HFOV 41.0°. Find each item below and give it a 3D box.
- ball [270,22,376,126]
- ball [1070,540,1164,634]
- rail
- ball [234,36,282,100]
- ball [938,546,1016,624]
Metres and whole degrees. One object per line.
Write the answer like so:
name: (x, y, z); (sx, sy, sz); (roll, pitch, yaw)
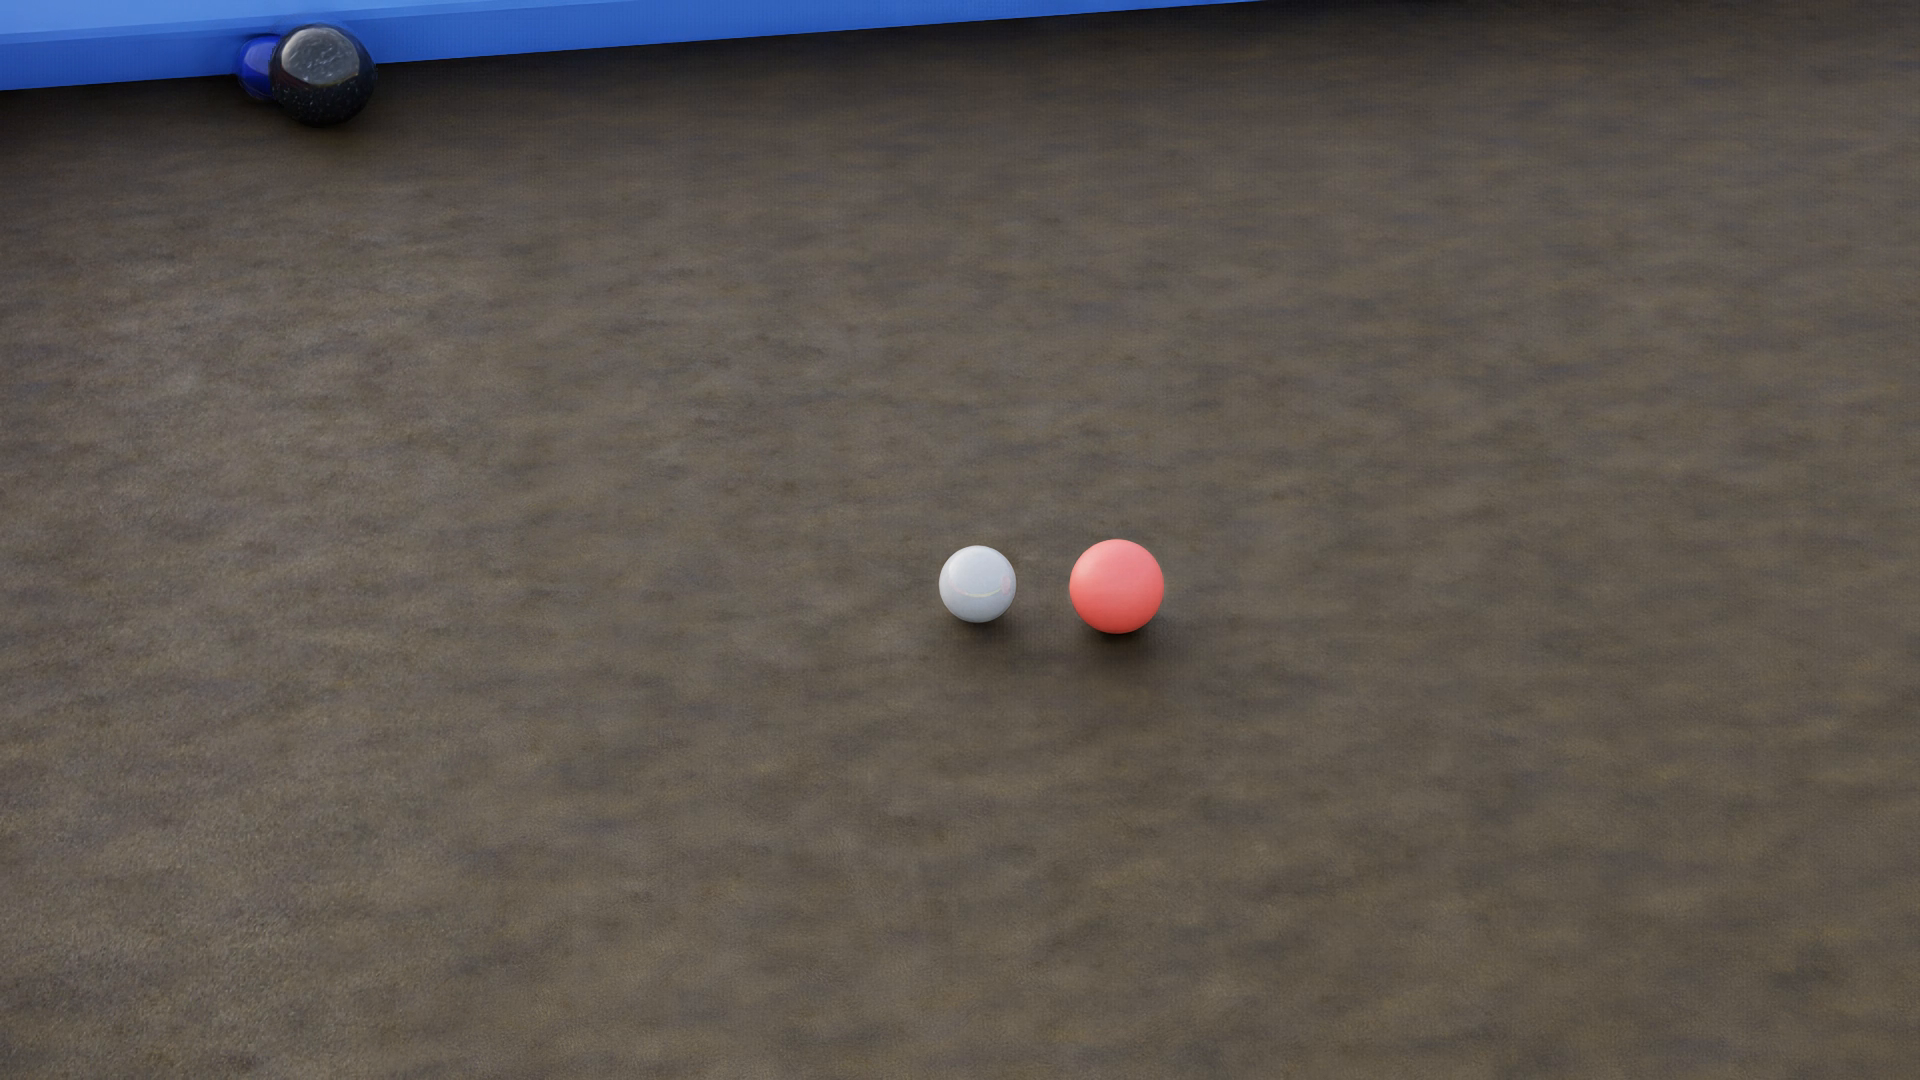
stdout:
ball: (-0.530, -0.387, 2.135); (0.085, 0.085, 0.085); (0, 36, 0)
ball: (0.097, 0.029, 1.584); (0.059, 0.059, 0.059); (0, 36, 0)
rail: (0.603, -0.568, 2.344); (2.993, 0.130, 0.045); (-6, 36, -8)
ball: (-0.587, -0.401, 2.179); (0.055, 0.055, 0.055); (0, 36, 0)
ball: (0.011, 0.027, 1.595); (0.048, 0.048, 0.048); (0, 36, 0)
